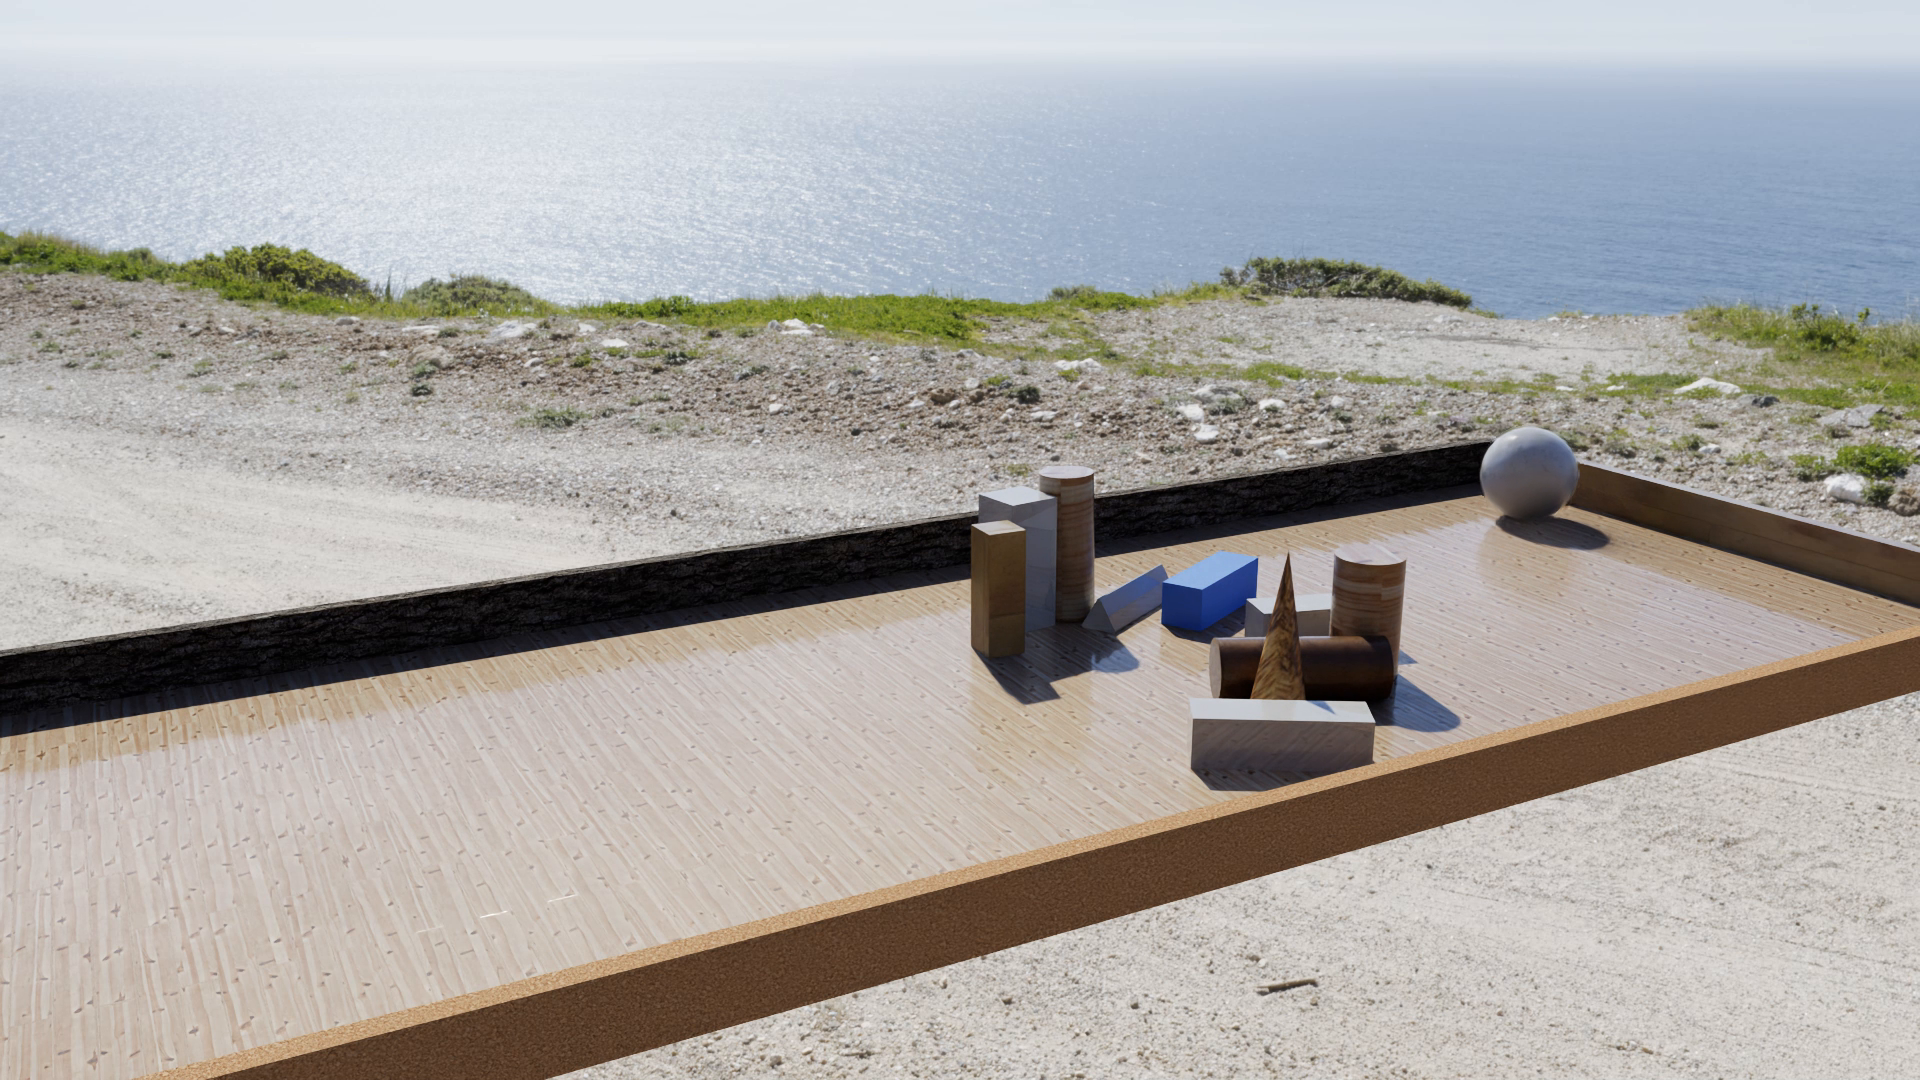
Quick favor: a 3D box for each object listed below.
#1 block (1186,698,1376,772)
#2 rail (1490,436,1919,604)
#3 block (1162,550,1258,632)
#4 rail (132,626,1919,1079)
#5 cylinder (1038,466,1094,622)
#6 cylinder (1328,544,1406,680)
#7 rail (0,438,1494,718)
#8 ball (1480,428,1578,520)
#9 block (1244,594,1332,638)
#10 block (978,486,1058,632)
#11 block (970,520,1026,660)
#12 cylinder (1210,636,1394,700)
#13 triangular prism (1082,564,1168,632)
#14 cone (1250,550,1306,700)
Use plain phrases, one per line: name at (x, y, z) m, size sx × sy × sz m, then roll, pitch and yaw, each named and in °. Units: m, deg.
block at (0.709, 0.434, 3.668) m, size 0.394 × 0.119 × 0.119 m, roll 1°, pitch 16°, yaw 3°
rail at (2.466, -0.048, 5.253) m, size 0.050 × 0.150 × 2.100 m, roll -9°, pitch 18°, yaw -27°
block at (0.709, 0.141, 4.661) m, size 0.121 × 0.121 × 0.362 m, roll 11°, pitch 20°, yaw 33°
rail at (-2.336, 1.006, 1.665) m, size 12.000 × 0.150 × 0.050 m, roll -9°, pitch 18°, yaw -27°
cylinder at (0.298, 0.010, 4.588) m, size 0.152 × 0.409 × 0.152 m, roll -2°, pitch 16°, yaw 0°
cylinder at (1.024, 0.187, 4.160) m, size 0.176 × 0.315 × 0.176 m, roll 0°, pitch 16°, yaw 0°
rail at (-3.305, 0.497, 3.399) m, size 12.000 × 0.150 × 0.050 m, roll -9°, pitch 18°, yaw -27°
ball at (1.917, -0.223, 5.556) m, size 0.314 × 0.314 × 0.314 m, roll 0°, pitch 16°, yaw 0°
block at (0.960, 0.222, 4.382) m, size 0.381 × 0.123 × 0.123 m, roll -3°, pitch 17°, yaw -12°
block at (0.156, 0.055, 4.519) m, size 0.152 × 0.366 × 0.152 m, roll -12°, pitch 20°, yaw -34°
block at (0.100, 0.129, 4.319) m, size 0.106 × 0.337 × 0.106 m, roll -8°, pitch 18°, yaw -24°
cylinder at (0.827, 0.313, 4.015) m, size 0.415 × 0.156 × 0.156 m, roll -1°, pitch 16°, yaw -2°
triangular prism at (0.482, 0.157, 4.655) m, size 0.102 × 0.089 × 0.383 m, roll 10°, pitch 19°, yaw 31°
cone at (0.751, 0.224, 3.839) m, size 0.148 × 0.411 × 0.148 m, roll 2°, pitch 10°, yaw 0°
